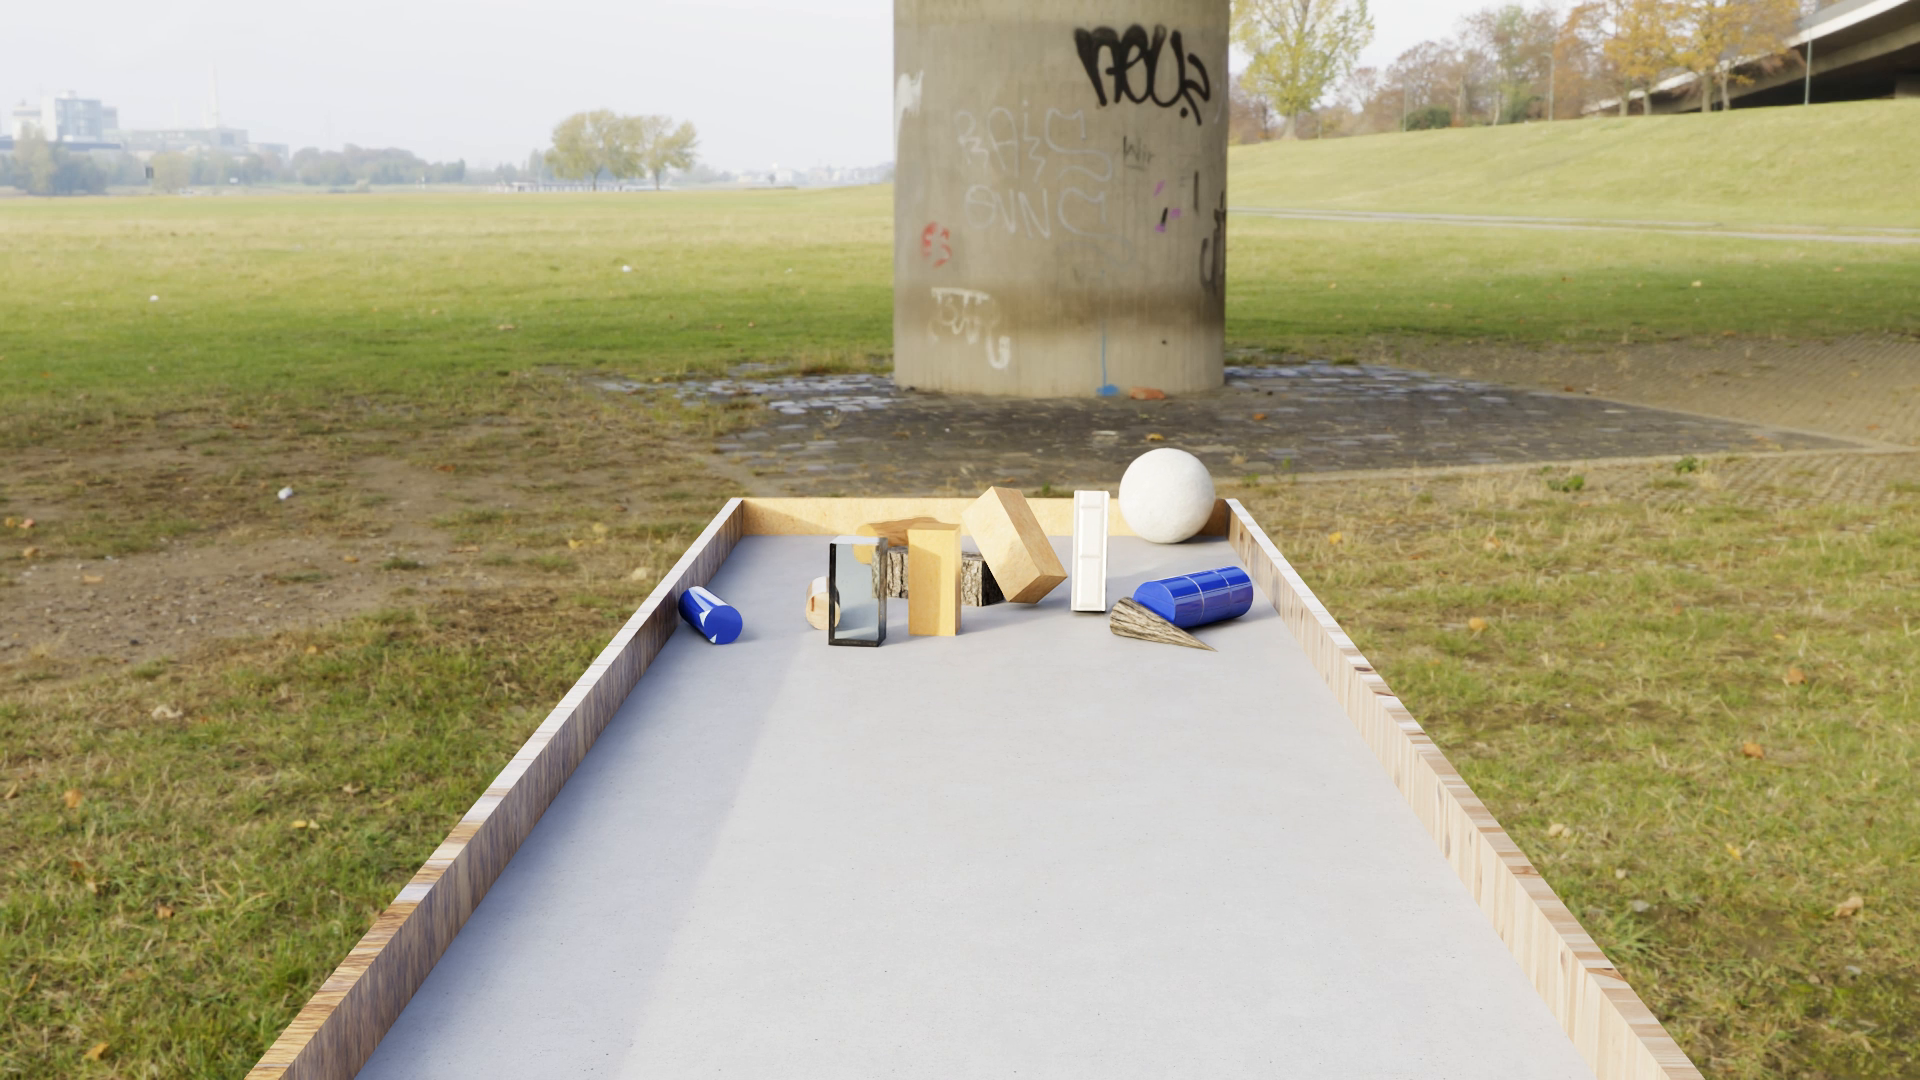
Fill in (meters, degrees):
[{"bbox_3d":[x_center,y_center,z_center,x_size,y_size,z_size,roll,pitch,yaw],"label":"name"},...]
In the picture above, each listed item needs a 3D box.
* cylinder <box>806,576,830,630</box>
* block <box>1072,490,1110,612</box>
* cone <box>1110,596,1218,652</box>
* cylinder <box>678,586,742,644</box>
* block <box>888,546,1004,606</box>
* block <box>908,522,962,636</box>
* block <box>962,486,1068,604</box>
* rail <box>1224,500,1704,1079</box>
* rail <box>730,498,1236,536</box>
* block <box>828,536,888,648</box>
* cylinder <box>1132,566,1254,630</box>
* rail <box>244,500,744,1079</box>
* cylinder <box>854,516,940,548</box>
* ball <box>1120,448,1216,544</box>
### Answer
[{"bbox_3d":[-0.450,0.208,7.303,0.123,0.123,0.302,-1,9,-3],"label":"cylinder"},{"bbox_3d":[0.442,0.040,7.433,0.111,0.400,0.111,1,-5,8],"label":"block"},{"bbox_3d":[0.663,0.296,6.940,0.388,0.129,0.129,20,20,39],"label":"cone"},{"bbox_3d":[-0.806,0.241,7.083,0.126,0.126,0.350,-3,10,-20],"label":"cylinder"},{"bbox_3d":[-0.075,0.124,7.719,0.432,0.159,0.159,5,10,29],"label":"block"},{"bbox_3d":[-0.081,0.126,7.118,0.150,0.343,0.150,1,9,8],"label":"block"},{"bbox_3d":[0.187,0.018,7.586,0.163,0.371,0.163,-41,-26,28],"label":"block"},{"bbox_3d":[1.046,0.843,3.208,0.050,0.150,12.000,0,9,1],"label":"rail"},{"bbox_3d":[0.099,-0.098,9.147,2.100,0.150,0.050,0,9,1],"label":"rail"},{"bbox_3d":[-0.321,0.161,6.945,0.157,0.325,0.157,3,9,8],"label":"block"},{"bbox_3d":[0.765,0.196,7.205,0.177,0.177,0.420,8,12,43],"label":"cylinder"},{"bbox_3d":[-1.004,0.839,3.234,0.050,0.150,12.000,0,9,1],"label":"rail"},{"bbox_3d":[-0.236,-0.003,8.556,0.332,0.147,0.147,-8,12,-41],"label":"cylinder"},{"bbox_3d":[0.838,-0.178,8.899,0.387,0.387,0.387,0,9,0],"label":"ball"}]
